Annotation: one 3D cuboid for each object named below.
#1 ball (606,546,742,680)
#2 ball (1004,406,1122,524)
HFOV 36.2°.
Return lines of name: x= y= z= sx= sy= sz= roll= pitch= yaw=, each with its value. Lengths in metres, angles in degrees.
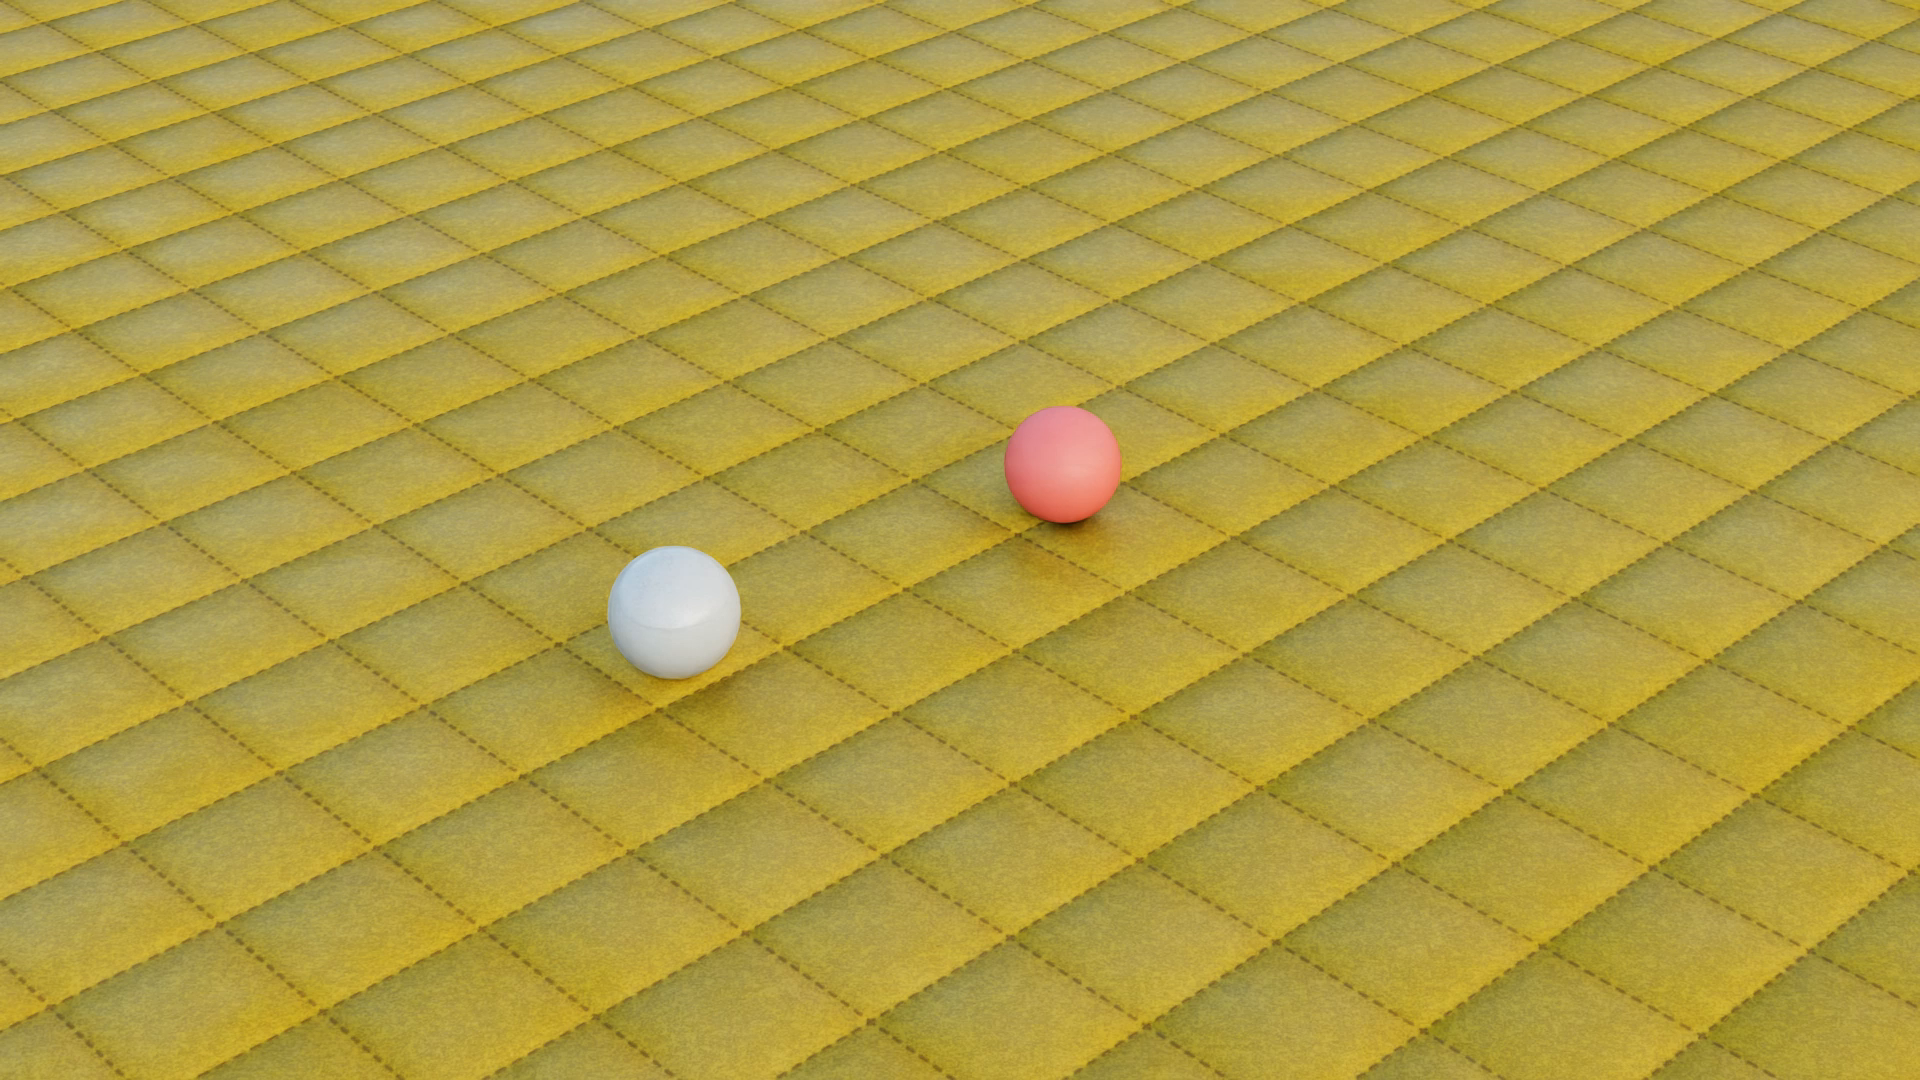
ball: x=-0.152 y=0.039 z=1.569 sx=0.072 sy=0.072 sz=0.072 roll=0 pitch=31 yaw=0
ball: x=0.060 y=-0.044 z=1.712 sx=0.069 sy=0.069 sz=0.069 roll=0 pitch=31 yaw=0
